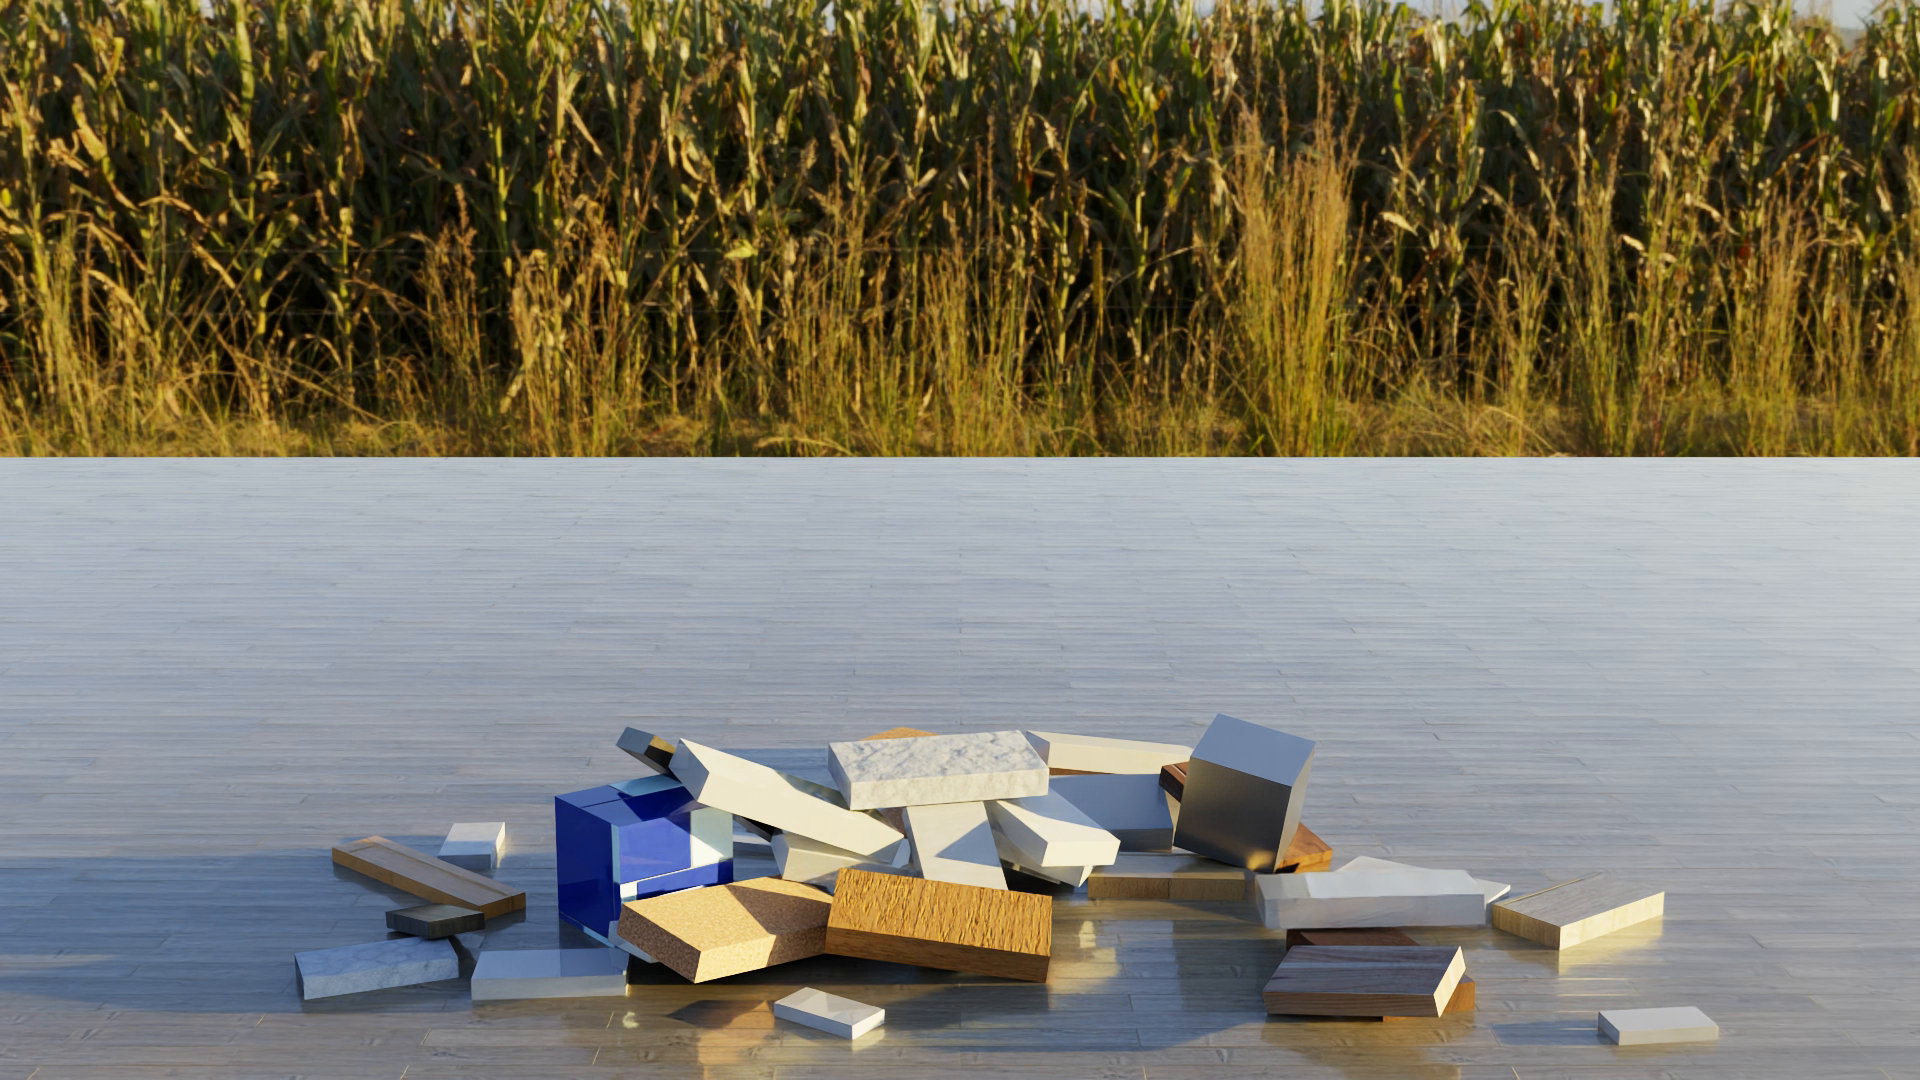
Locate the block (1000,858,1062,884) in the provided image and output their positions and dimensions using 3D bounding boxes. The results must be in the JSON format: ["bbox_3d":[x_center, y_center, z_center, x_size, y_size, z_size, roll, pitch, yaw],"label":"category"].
[{"bbox_3d":[0.061,0.516,3.753,0.258,0.037,0.129,17,7,9],"label":"block"}]

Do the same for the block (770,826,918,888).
[{"bbox_3d":[-0.125,0.533,3.611,0.352,0.050,0.176,12,8,-13],"label":"block"}]

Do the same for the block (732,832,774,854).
[{"bbox_3d":[-0.364,0.538,3.909,0.104,0.015,0.052,4,11,19],"label":"block"}]

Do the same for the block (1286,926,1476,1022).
[{"bbox_3d":[0.626,0.638,3.297,0.149,0.042,0.299,-4,11,-19],"label":"block"}]

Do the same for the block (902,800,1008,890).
[{"bbox_3d":[-0.003,0.527,3.525,0.129,0.037,0.258,-2,45,-15],"label":"block"}]

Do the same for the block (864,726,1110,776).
[{"bbox_3d":[0.075,0.454,4.273,0.627,0.047,0.166,8,13,37],"label":"block"}]

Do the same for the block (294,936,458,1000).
[{"bbox_3d":[-0.878,0.640,3.311,0.224,0.032,0.112,-4,11,-22],"label":"block"}]

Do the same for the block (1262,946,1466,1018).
[{"bbox_3d":[0.577,0.630,3.147,0.258,0.037,0.129,-6,18,32],"label":"block"}]

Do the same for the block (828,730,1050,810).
[{"bbox_3d":[-0.038,0.381,3.656,0.334,0.047,0.167,-2,18,-16],"label":"block"}]

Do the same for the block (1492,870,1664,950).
[{"bbox_3d":[0.996,0.594,3.543,0.265,0.037,0.132,-8,13,-37],"label":"block"}]

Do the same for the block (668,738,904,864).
[{"bbox_3d":[-0.280,0.420,3.541,0.352,0.050,0.176,22,4,-25],"label":"block"}]

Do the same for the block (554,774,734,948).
[{"bbox_3d":[-0.505,0.513,3.522,0.205,0.205,0.205,-8,13,-38],"label":"block"}]

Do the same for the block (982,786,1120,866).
[{"bbox_3d":[0.117,0.456,3.671,0.149,0.042,0.299,5,17,-36],"label":"block"}]

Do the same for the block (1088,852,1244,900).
[{"bbox_3d":[0.345,0.565,3.703,0.258,0.037,0.129,1,11,3],"label":"block"}]

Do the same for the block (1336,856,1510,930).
[{"bbox_3d":[0.753,0.580,3.623,0.265,0.037,0.132,7,13,34],"label":"block"}]

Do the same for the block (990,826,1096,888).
[{"bbox_3d":[0.085,0.488,3.687,0.299,0.042,0.149,19,15,14],"label":"block"}]

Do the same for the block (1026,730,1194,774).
[{"bbox_3d":[0.307,0.419,4.263,0.332,0.047,0.166,7,1,-14],"label":"block"}]

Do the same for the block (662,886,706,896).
[{"bbox_3d":[-0.437,0.563,3.390,0.015,0.052,0.104,47,24,22],"label":"block"}]

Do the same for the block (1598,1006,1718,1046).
[{"bbox_3d":[0.984,0.685,3.102,0.144,0.020,0.072,-1,11,-7],"label":"block"}]

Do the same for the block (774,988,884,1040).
[{"bbox_3d":[-0.187,0.677,3.147,0.144,0.020,0.072,7,13,35],"label":"block"}]

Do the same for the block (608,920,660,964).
[{"bbox_3d":[-0.417,0.608,3.390,0.224,0.032,0.112,2,8,-44],"label":"block"}]

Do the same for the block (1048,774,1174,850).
[{"bbox_3d":[0.205,0.489,3.944,0.332,0.047,0.166,-1,29,-4],"label":"block"}]

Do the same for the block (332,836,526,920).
[{"bbox_3d":[-0.902,0.568,3.716,0.436,0.025,0.090,10,14,42],"label":"block"}]

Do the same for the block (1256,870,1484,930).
[{"bbox_3d":[0.639,0.563,3.454,0.334,0.047,0.167,-2,4,3],"label":"block"}]

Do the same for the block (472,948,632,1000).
[{"bbox_3d":[-0.607,0.646,3.280,0.224,0.032,0.112,-1,11,-5],"label":"block"}]

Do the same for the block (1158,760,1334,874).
[{"bbox_3d":[0.500,0.487,3.882,0.132,0.037,0.333,-6,28,-30],"label":"block"}]

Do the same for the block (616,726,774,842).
[{"bbox_3d":[-0.386,0.438,3.693,0.404,0.037,0.129,37,-15,-25],"label":"block"}]

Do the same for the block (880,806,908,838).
[{"bbox_3d":[-0.068,0.510,3.999,0.129,0.037,0.258,7,13,34],"label":"block"}]

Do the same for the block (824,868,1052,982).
[{"bbox_3d":[-0.030,0.586,3.354,0.334,0.047,0.167,8,23,0],"label":"block"}]

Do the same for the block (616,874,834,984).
[{"bbox_3d":[-0.328,0.586,3.348,0.176,0.050,0.352,22,14,38],"label":"block"}]

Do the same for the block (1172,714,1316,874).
[{"bbox_3d":[0.484,0.431,3.737,0.176,0.176,0.176,16,25,17],"label":"block"}]

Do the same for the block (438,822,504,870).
[{"bbox_3d":[-0.860,0.538,3.877,0.090,0.026,0.180,-1,11,-4],"label":"block"}]

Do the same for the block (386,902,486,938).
[{"bbox_3d":[-0.825,0.597,3.453,0.090,0.025,0.180,-4,0,-36],"label":"block"}]
